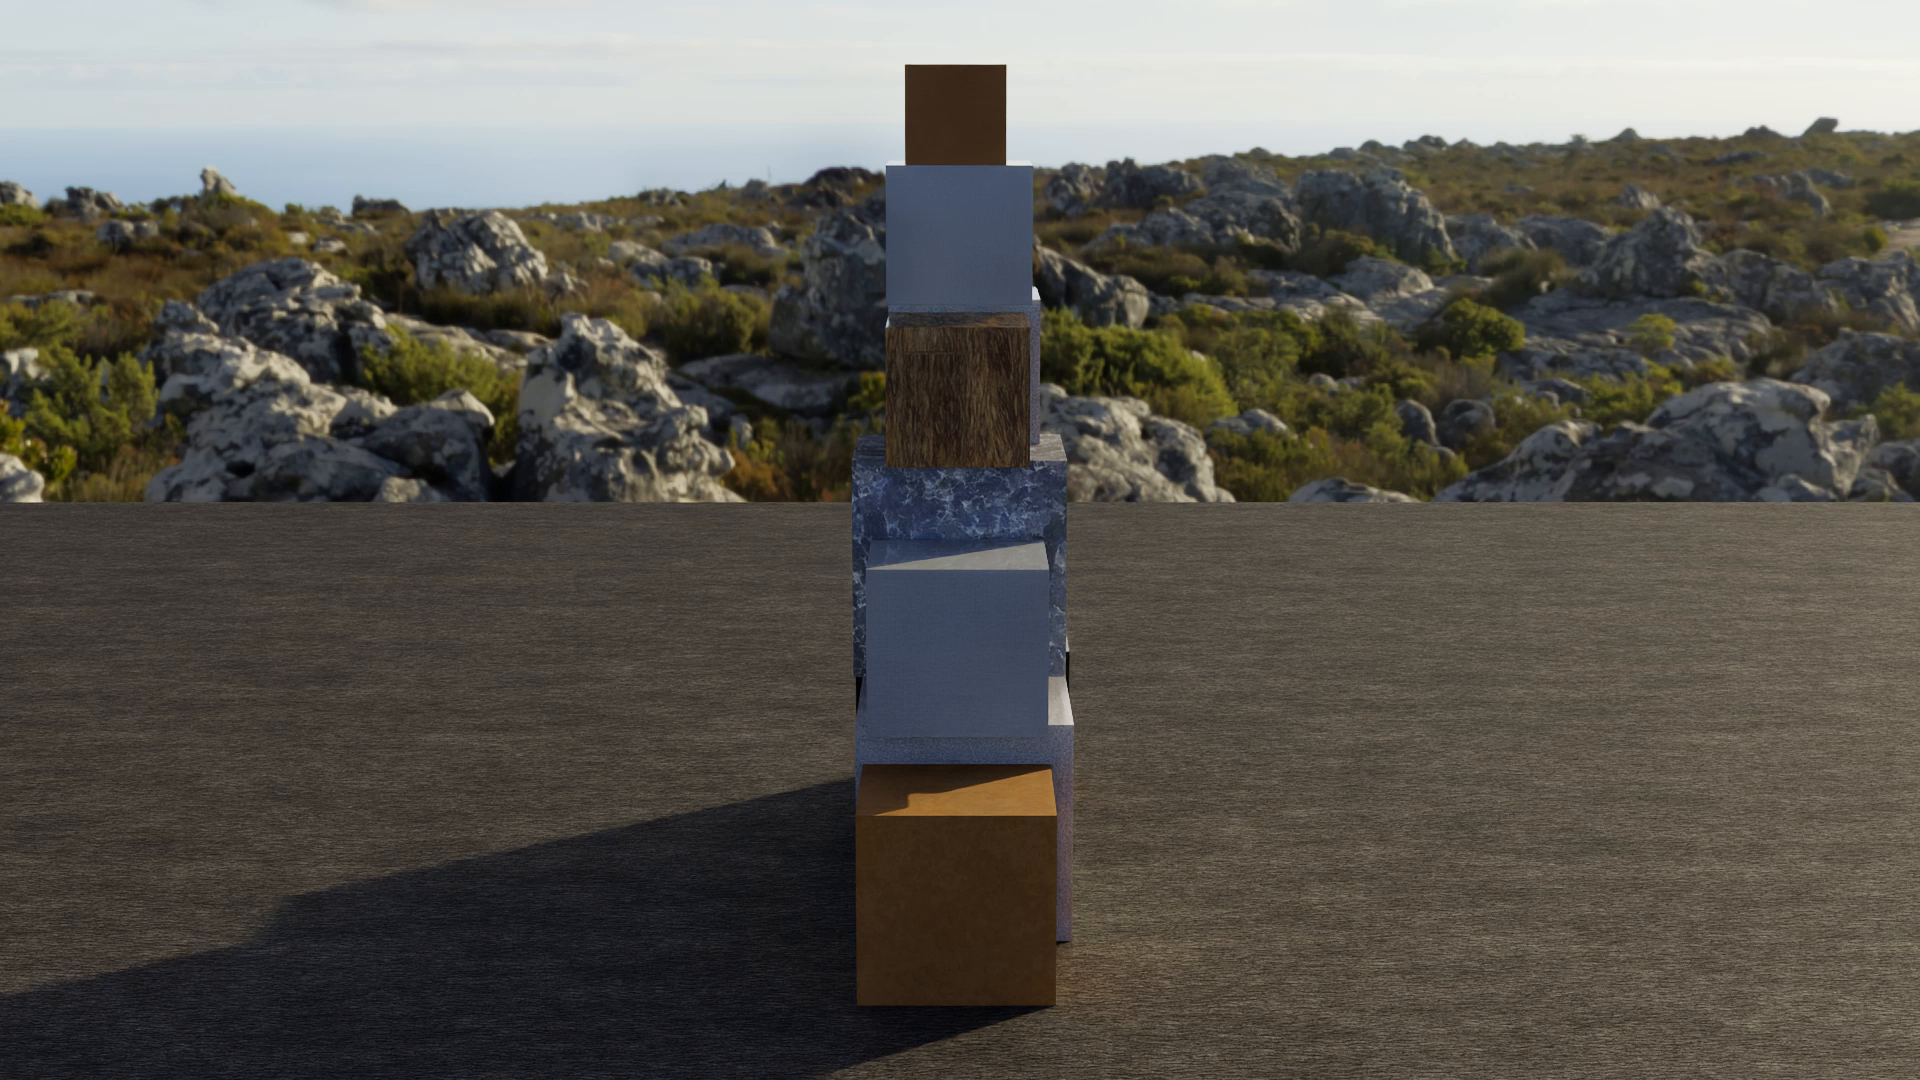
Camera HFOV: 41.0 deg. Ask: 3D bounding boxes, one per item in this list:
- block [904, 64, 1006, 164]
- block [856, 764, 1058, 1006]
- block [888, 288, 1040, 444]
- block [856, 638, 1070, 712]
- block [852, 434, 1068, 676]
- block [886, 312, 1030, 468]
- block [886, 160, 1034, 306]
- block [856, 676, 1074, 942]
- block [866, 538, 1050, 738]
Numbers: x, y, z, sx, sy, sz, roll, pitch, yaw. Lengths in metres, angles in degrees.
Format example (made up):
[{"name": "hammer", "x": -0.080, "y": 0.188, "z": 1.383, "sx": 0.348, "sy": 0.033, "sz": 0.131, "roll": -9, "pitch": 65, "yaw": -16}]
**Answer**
[{"name": "block", "x": -0.017, "y": -1.802, "z": 10.846, "sx": 0.420, "sy": 0.410, "sz": 0.493, "roll": 0, "pitch": 10, "yaw": 0}, {"name": "block", "x": -0.014, "y": 1.342, "z": 10.084, "sx": 0.759, "sy": 0.752, "sz": 0.729, "roll": 0, "pitch": 10, "yaw": 0}, {"name": "block", "x": 0.019, "y": -0.781, "z": 11.369, "sx": 0.653, "sy": 0.628, "sz": 0.624, "roll": 0, "pitch": 10, "yaw": 0}, {"name": "block", "x": 0.012, "y": 0.892, "z": 11.871, "sx": 0.940, "sy": 0.997, "sz": 0.993, "roll": 0, "pitch": 10, "yaw": 0}, {"name": "block", "x": -0.002, "y": 0.053, "z": 11.121, "sx": 0.895, "sy": 0.922, "sz": 0.782, "roll": 0, "pitch": 10, "yaw": 0}, {"name": "block", "x": -0.009, "y": -0.636, "z": 10.739, "sx": 0.587, "sy": 0.572, "sz": 0.647, "roll": 0, "pitch": 10, "yaw": 0}, {"name": "block", "x": -0.003, "y": -1.315, "z": 10.936, "sx": 0.610, "sy": 0.580, "sz": 0.561, "roll": 0, "pitch": 10, "yaw": 0}, {"name": "block", "x": 0.018, "y": 1.110, "z": 10.909, "sx": 0.884, "sy": 0.913, "sz": 0.958, "roll": 0, "pitch": 10, "yaw": 0}, {"name": "block", "x": -0.010, "y": 0.389, "z": 10.434, "sx": 0.718, "sy": 0.676, "sz": 0.672, "roll": 0, "pitch": 10, "yaw": 0}]
